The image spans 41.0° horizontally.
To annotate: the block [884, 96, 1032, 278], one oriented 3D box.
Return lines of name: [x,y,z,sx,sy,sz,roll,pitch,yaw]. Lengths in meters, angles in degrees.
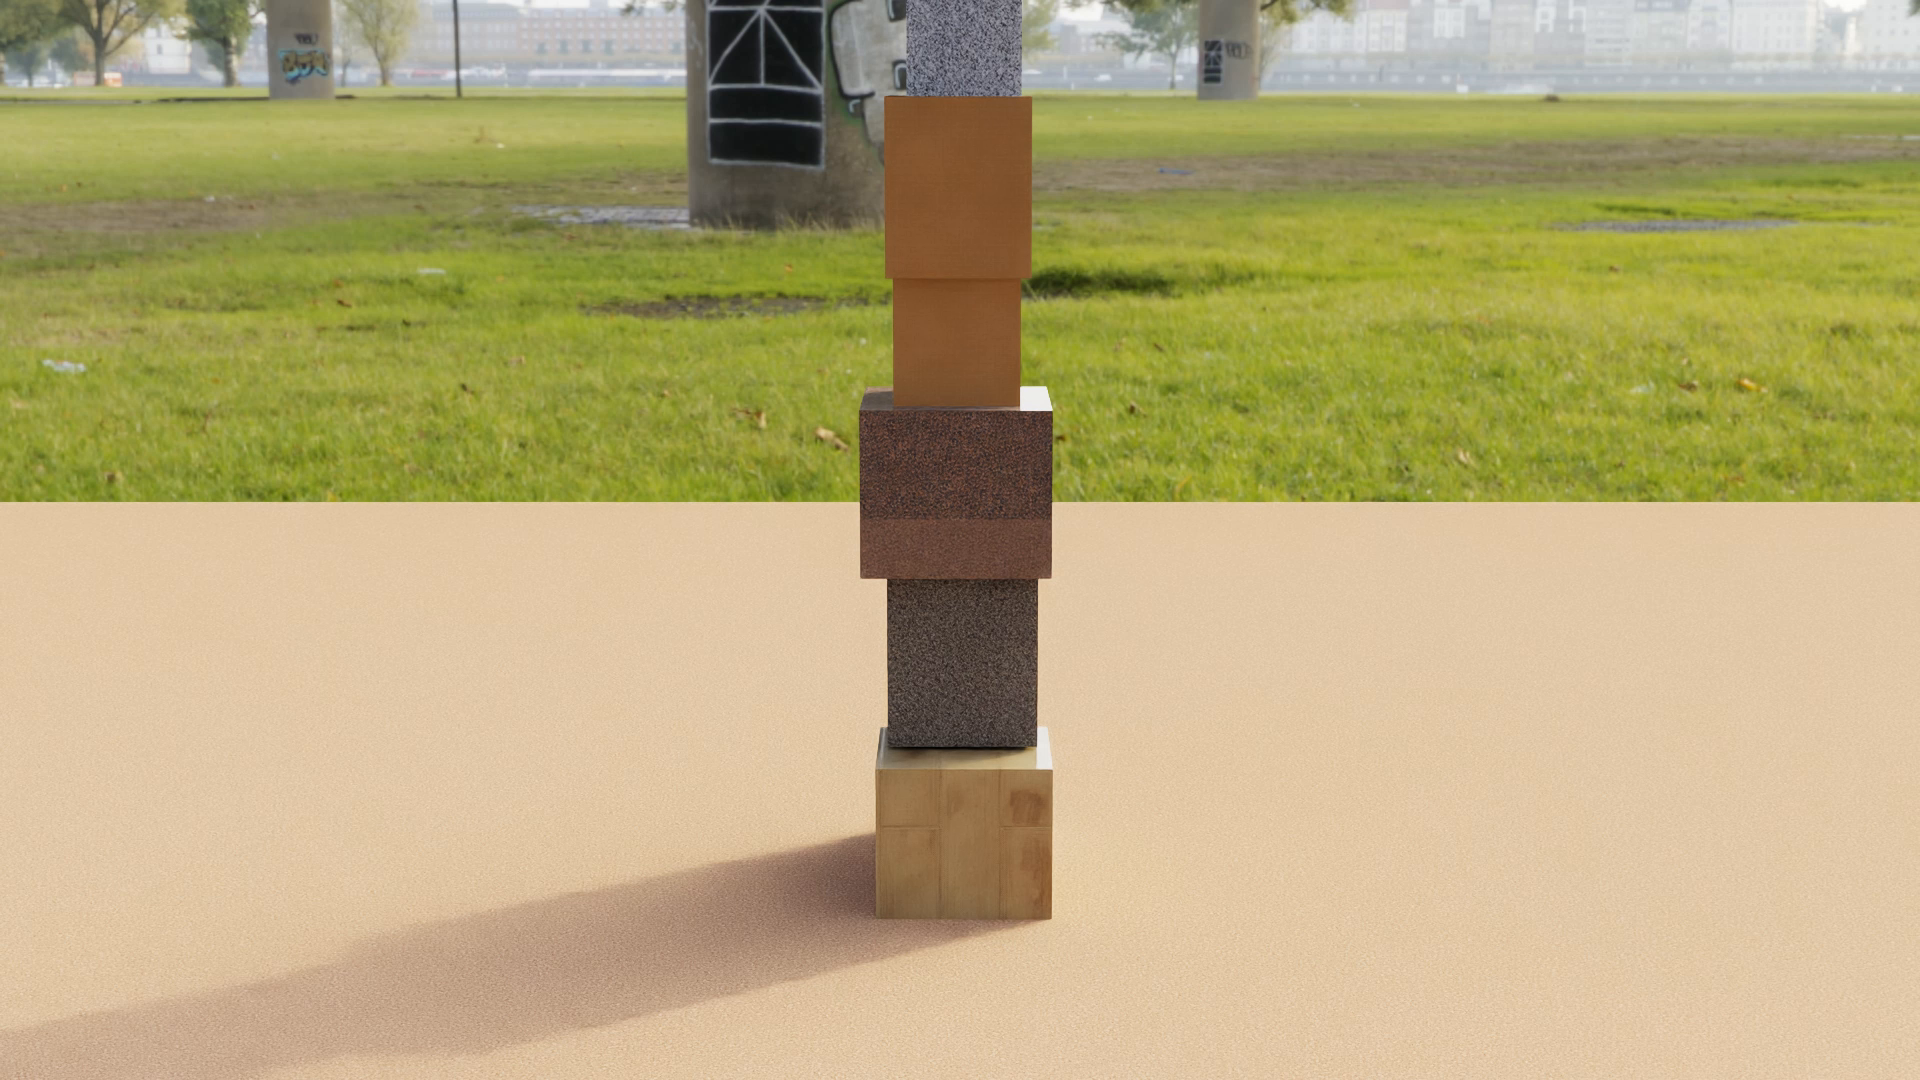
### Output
block: [-0.007,-1.509,10.902,0.608,0.745,0.627,0,10,0]

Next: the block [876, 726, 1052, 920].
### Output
block: [0.017,1.212,11.080,0.740,0.652,0.704,0,10,0]

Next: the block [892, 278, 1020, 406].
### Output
block: [-0.013,-0.877,11.018,0.535,0.539,0.551,0,10,0]

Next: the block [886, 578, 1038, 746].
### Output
block: [0.011,0.454,11.262,0.640,0.741,0.735,0,10,0]

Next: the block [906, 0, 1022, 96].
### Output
block: [0.017,-2.092,10.795,0.475,0.440,0.483,0,10,0]

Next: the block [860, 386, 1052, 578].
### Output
block: [-0.017,-0.261,11.131,0.806,0.713,0.826,0,10,0]
